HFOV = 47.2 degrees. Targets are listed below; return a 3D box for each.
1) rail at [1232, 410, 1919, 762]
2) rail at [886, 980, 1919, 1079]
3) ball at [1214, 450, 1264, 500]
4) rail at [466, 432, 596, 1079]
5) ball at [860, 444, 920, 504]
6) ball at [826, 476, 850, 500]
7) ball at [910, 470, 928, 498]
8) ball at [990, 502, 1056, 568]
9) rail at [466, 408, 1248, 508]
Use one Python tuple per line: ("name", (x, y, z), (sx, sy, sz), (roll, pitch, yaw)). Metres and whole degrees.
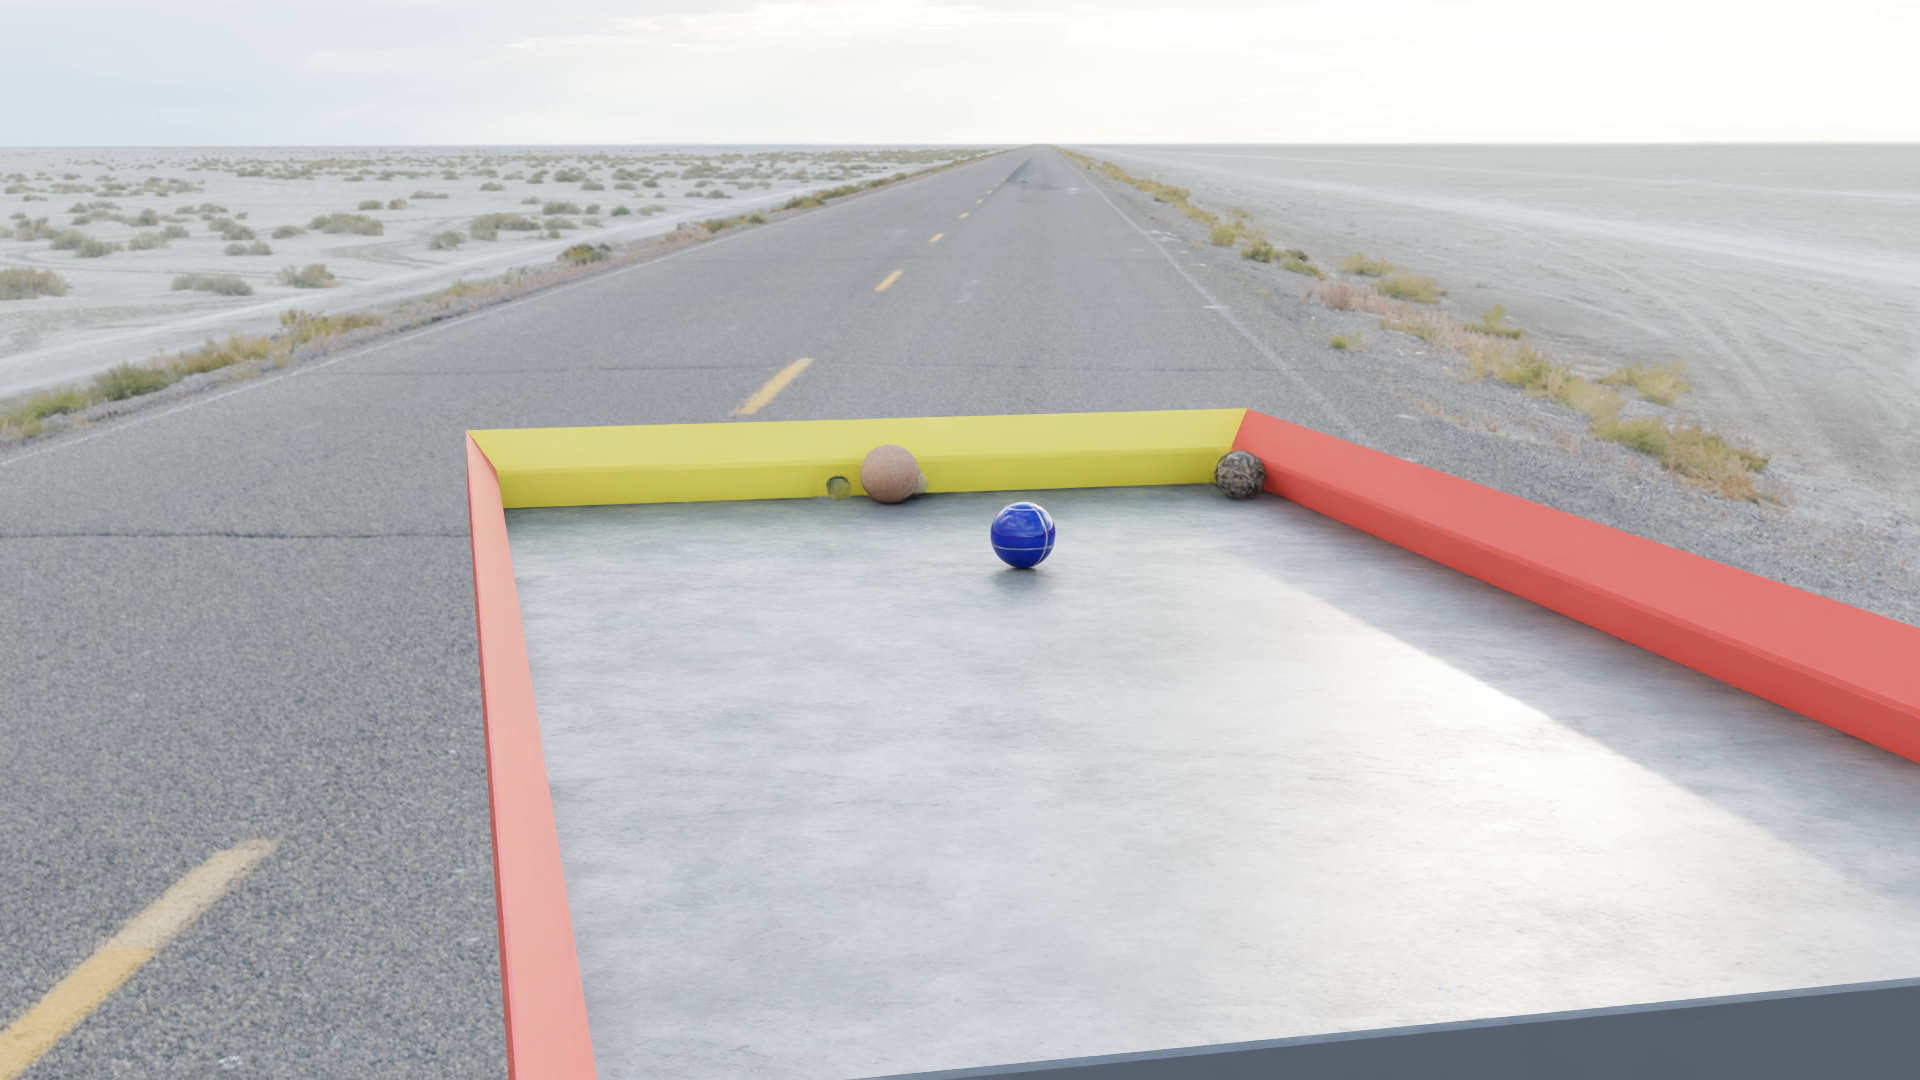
("rail", (0.770, 0.058, 2.580), (0.045, 0.126, 2.594), (-2, 10, -13))
("rail", (0.433, 0.303, 1.217), (1.327, 0.126, 0.045), (-2, 10, -13))
("ball", (0.462, -0.108, 3.640), (0.081, 0.081, 0.081), (0, 10, 0))
("rail", (-0.477, 0.109, 2.296), (0.045, 0.126, 2.594), (-2, 10, -13))
("ball", (-0.116, -0.108, 3.596), (0.097, 0.097, 0.097), (0, 10, 0))
("ball", (-0.202, -0.086, 3.634), (0.041, 0.041, 0.041), (0, 10, 0))
("ball", (-0.076, -0.094, 3.655), (0.048, 0.048, 0.048), (0, 10, 0))
("ball", (0.087, -0.007, 3.046), (0.092, 0.092, 0.092), (0, 10, 0))
("rail", (-0.141, -0.135, 3.659), (1.327, 0.126, 0.045), (-2, 10, -13))
